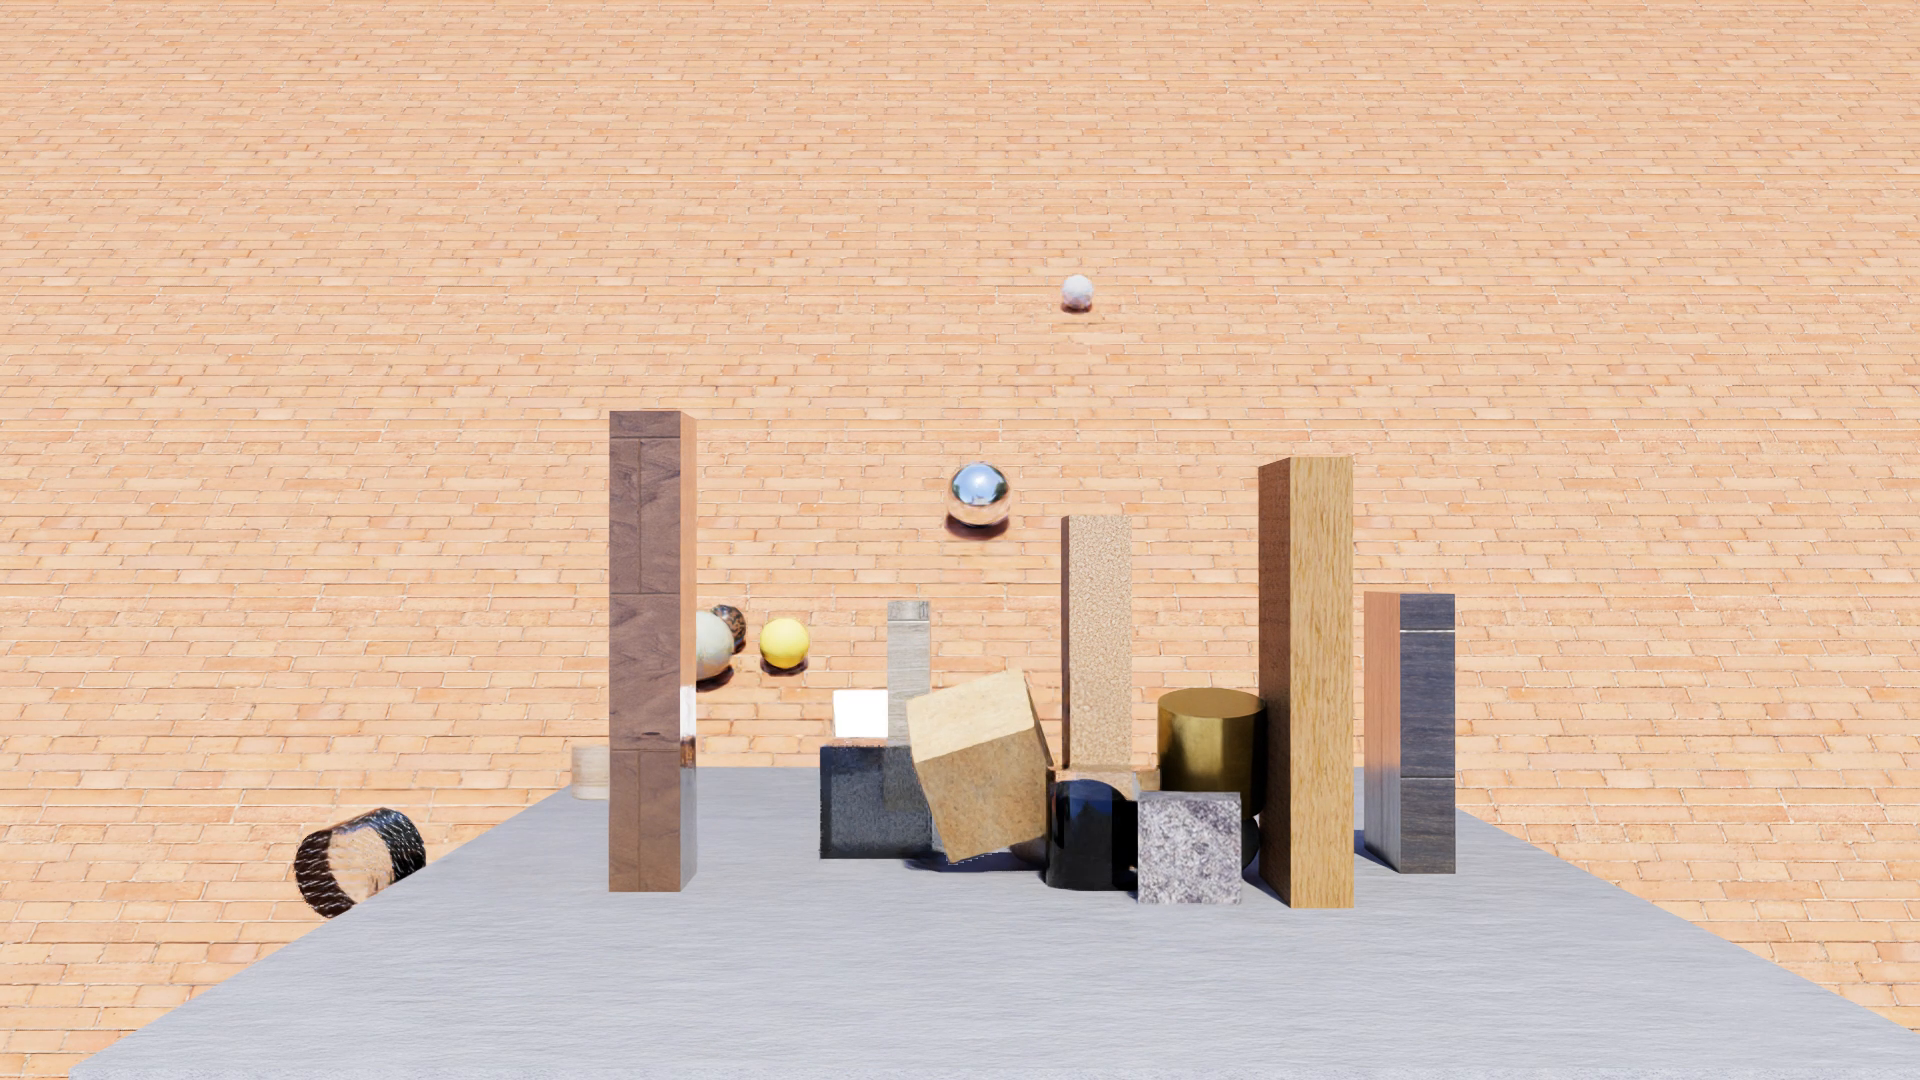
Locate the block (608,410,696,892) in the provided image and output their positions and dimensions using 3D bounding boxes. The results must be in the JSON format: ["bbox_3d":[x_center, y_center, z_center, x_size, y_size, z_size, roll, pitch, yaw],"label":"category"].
[{"bbox_3d":[-0.505,0.179,4.282,0.115,0.772,0.258,0,-1,0],"label":"block"}]

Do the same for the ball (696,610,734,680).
[{"bbox_3d":[-0.722,0.292,7.159,0.194,0.194,0.194,0,31,0],"label":"ball"}]

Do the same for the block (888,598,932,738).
[{"bbox_3d":[-0.111,0.356,5.772,0.090,0.445,0.442,0,-1,0],"label":"block"}]

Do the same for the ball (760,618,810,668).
[{"bbox_3d":[-0.489,0.287,7.218,0.141,0.141,0.141,0,31,0],"label":"ball"}]

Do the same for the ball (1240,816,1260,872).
[{"bbox_3d":[0.439,0.500,4.353,0.131,0.131,0.131,0,31,0],"label":"ball"}]

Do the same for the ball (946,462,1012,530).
[{"bbox_3d":[0.058,-0.133,7.847,0.202,0.202,0.202,0,31,0],"label":"ball"}]

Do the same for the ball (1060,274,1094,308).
[{"bbox_3d":[0.415,-0.875,9.141,0.119,0.119,0.119,0,31,0],"label":"ball"}]

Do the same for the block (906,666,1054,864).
[{"bbox_3d":[0.045,0.383,4.443,0.210,0.210,0.210,-17,26,3],"label":"block"}]

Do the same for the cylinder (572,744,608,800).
[{"bbox_3d":[-0.813,0.521,5.823,0.117,0.117,0.117,0,-1,0],"label":"cylinder"}]

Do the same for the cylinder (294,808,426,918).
[{"bbox_3d":[-1.081,0.583,4.673,0.164,0.164,0.164,15,15,23],"label":"cylinder"}]

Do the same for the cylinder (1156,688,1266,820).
[{"bbox_3d":[0.415,0.355,4.295,0.178,0.178,0.178,0,13,0],"label":"cylinder"}]

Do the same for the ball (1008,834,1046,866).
[{"bbox_3d":[0.136,0.510,4.508,0.114,0.114,0.114,0,31,0],"label":"ball"}]

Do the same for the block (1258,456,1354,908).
[{"bbox_3d":[0.552,0.219,4.164,0.096,0.689,0.423,0,-1,0],"label":"block"}]

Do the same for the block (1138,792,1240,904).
[{"bbox_3d":[0.363,0.484,4.088,0.159,0.159,0.159,0,-1,6],"label":"block"}]

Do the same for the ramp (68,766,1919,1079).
[{"bbox_3d":[0.070,0.619,4.699,2.000,0.100,4.000,0,-1,0],"label":"ramp"}]

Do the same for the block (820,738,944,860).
[{"bbox_3d":[-0.139,0.469,4.716,0.201,0.201,0.201,0,-1,6],"label":"block"}]

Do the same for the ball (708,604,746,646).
[{"bbox_3d":[-0.664,0.245,7.301,0.126,0.126,0.126,0,31,0],"label":"ball"}]

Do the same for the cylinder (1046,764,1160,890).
[{"bbox_3d":[0.235,0.469,4.252,0.190,0.190,0.190,0,-1,0],"label":"cylinder"}]

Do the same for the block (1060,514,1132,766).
[{"bbox_3d":[0.246,0.263,4.712,0.109,0.611,0.372,0,-1,0],"label":"block"}]

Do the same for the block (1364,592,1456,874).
[{"bbox_3d":[0.793,0.330,4.586,0.093,0.475,0.393,0,-1,0],"label":"block"}]

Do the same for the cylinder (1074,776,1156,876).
[{"bbox_3d":[0.290,0.489,4.443,0.155,0.155,0.155,-6,1,-10],"label":"cylinder"}]

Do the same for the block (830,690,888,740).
[{"bbox_3d":[-0.251,0.484,6.607,0.146,0.146,0.146,0,52,-7],"label":"block"}]
